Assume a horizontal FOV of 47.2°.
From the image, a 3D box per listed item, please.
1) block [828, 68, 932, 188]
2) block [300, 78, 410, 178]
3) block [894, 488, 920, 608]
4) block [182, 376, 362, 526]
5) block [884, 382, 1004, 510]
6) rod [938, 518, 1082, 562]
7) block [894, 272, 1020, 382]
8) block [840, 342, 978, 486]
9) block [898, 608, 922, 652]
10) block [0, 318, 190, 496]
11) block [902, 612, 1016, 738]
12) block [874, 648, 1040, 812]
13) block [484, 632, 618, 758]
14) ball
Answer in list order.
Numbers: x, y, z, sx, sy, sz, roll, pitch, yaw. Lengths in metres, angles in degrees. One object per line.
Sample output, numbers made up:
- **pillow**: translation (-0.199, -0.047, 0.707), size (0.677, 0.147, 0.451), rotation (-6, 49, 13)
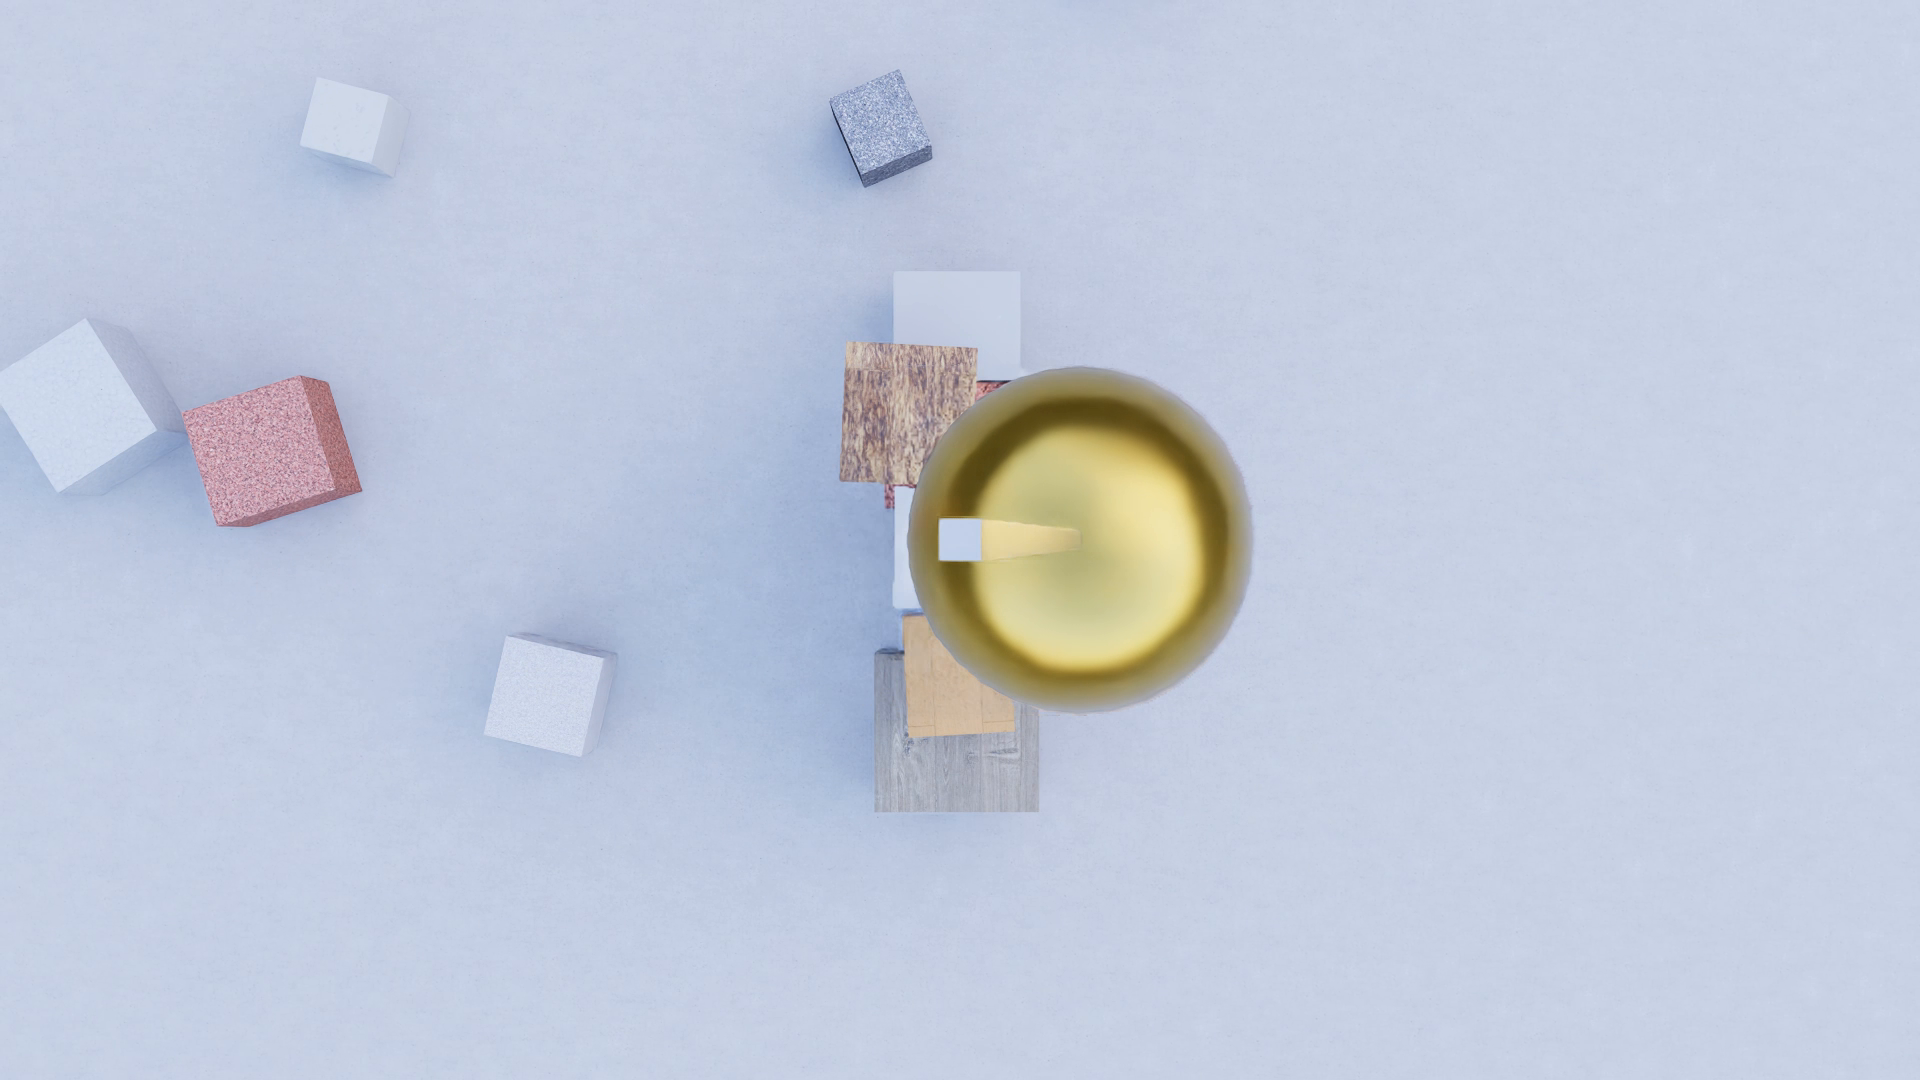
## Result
- **block**: translation (-0.456, -2.381, 12.759), size (0.438, 0.481, 0.470), rotation (-23, 90, 0)
- **block**: translation (-3.504, -2.388, 12.755), size (0.422, 0.489, 0.401), rotation (15, 90, 0)
- **block**: translation (-0.010, 0.039, 12.030), size (0.681, 0.606, 0.641), rotation (1, 91, 0)
- **block**: translation (-3.969, -0.505, 12.719), size (0.704, 0.562, 0.676), rotation (-18, 90, 0)
- **block**: translation (-0.014, -0.532, 12.665), size (0.822, 0.671, 0.701), rotation (0, 90, 0)
- **rod**: translation (0.240, 0.000, 6.732), size (0.080, 5.200, 0.080), rotation (0, 90, 5)
- **block**: translation (-0.017, -1.196, 12.655), size (0.709, 0.689, 0.613), rotation (0, 90, 0)
- **block**: translation (-0.270, -0.670, 11.919), size (0.691, 0.797, 0.734), rotation (3, 92, 0)
- **block**: translation (0.006, 0.226, 12.670), size (0.708, 0.661, 0.796), rotation (0, 90, 0)
- **block**: translation (-5.000, -0.757, 12.688), size (0.663, 0.625, 0.748), rotation (-32, 90, 0)
- **block**: translation (-0.008, 0.702, 11.835), size (0.555, 0.677, 0.631), rotation (-3, 90, 0)
- **block**: translation (-0.017, 1.071, 12.587), size (0.912, 0.826, 0.872), rotation (0, 90, 0)
- **block**: translation (-2.362, 0.888, 12.736), size (0.569, 0.529, 0.574), rotation (13, 90, 0)
- **ball**: translation (0.553, 0.000, 10.117), size (1.600, 1.600, 1.600), rotation (0, 90, 0)
